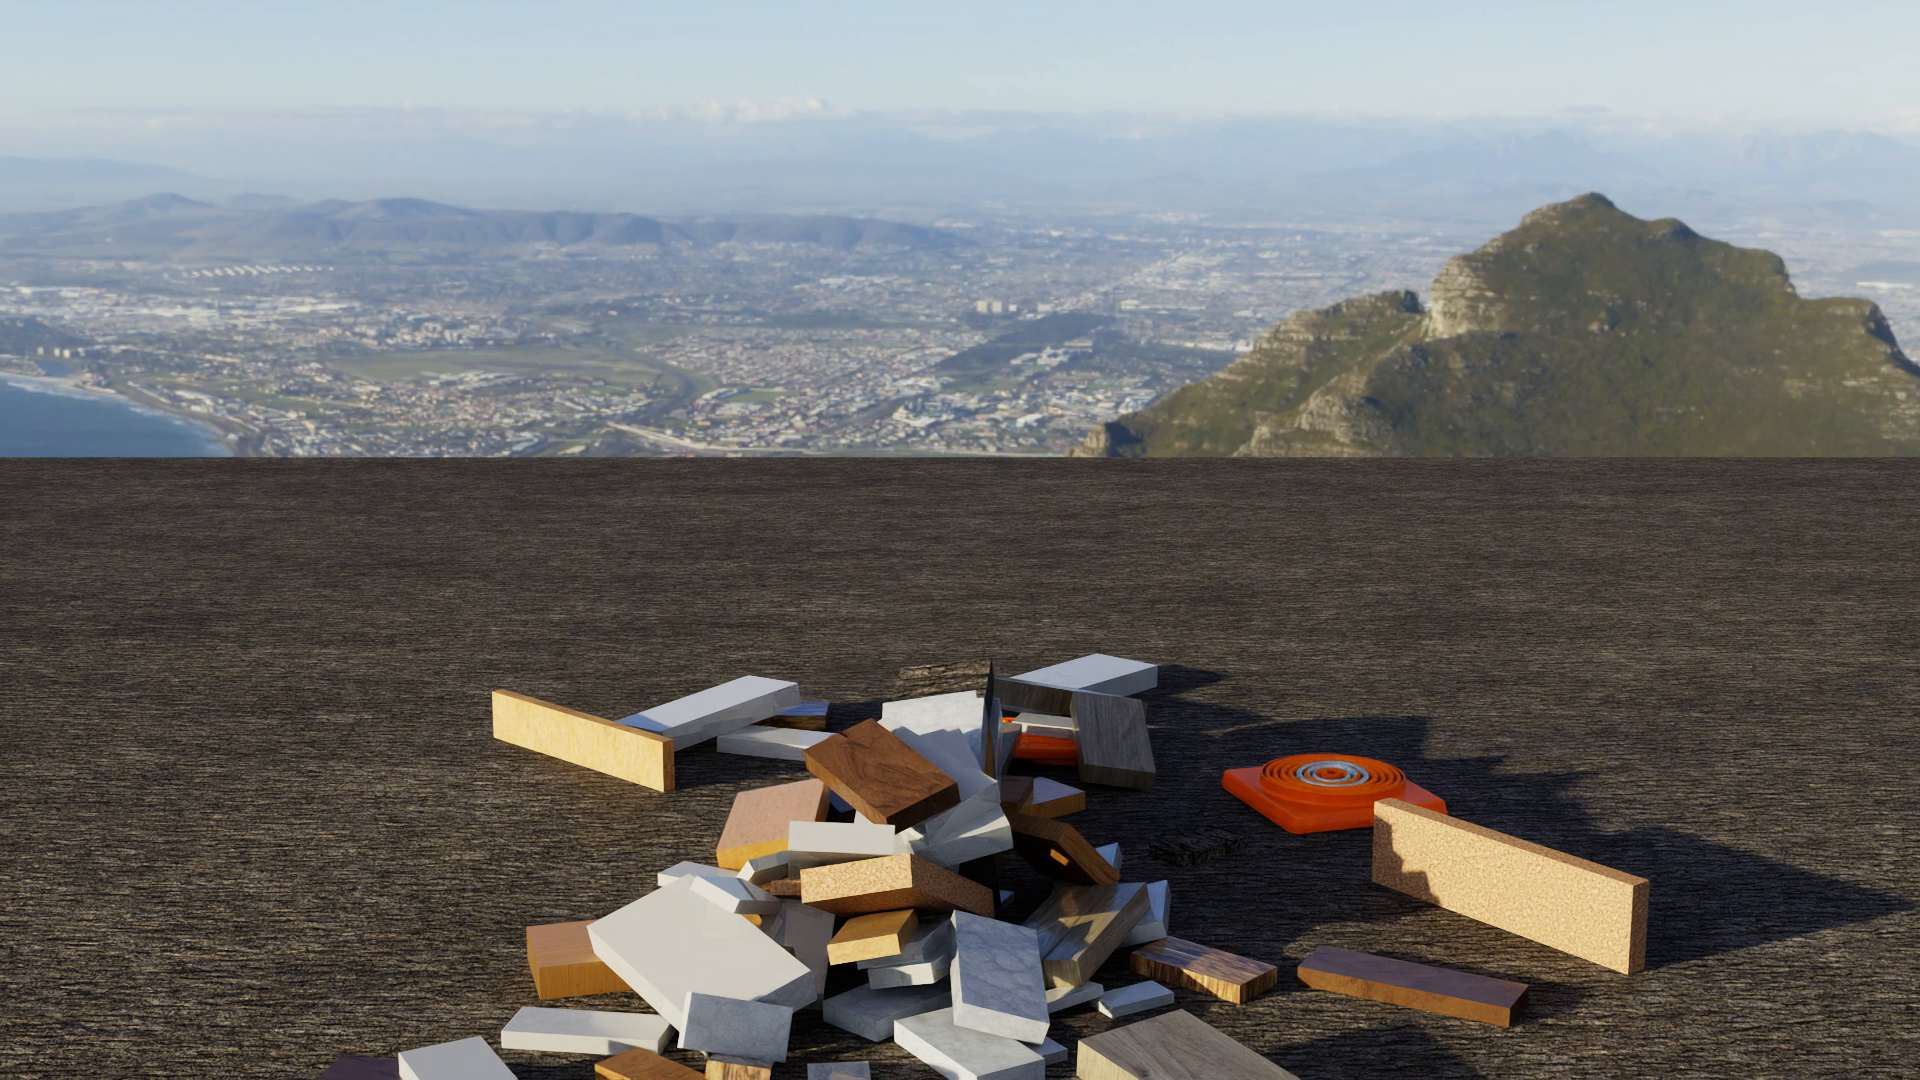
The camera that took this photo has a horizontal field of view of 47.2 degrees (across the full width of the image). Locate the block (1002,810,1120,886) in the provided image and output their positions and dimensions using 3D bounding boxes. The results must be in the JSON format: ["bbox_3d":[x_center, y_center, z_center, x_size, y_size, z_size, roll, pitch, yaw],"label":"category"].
[{"bbox_3d":[0.153,0.506,3.594,0.036,0.126,0.252,-49,17,-17],"label":"block"}]

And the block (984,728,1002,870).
[{"bbox_3d":[-0.026,0.462,3.861,0.178,0.050,0.356,-8,28,3],"label":"block"}]

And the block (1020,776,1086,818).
[{"bbox_3d":[0.100,0.494,4.092,0.248,0.035,0.124,-8,13,-38],"label":"block"}]

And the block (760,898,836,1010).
[{"bbox_3d":[-0.248,0.613,3.269,0.108,0.031,0.217,5,27,0],"label":"block"}]

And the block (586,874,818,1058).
[{"bbox_3d":[-0.374,0.604,3.152,0.176,0.050,0.352,-25,29,-28],"label":"block"}]

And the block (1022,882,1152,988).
[{"bbox_3d":[0.168,0.602,3.354,0.151,0.043,0.301,-8,10,26],"label":"block"}]

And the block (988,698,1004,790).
[{"bbox_3d":[-0.016,0.417,4.047,0.178,0.050,0.356,-6,28,6],"label":"block"}]

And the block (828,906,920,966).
[{"bbox_3d":[-0.123,0.570,3.173,0.100,0.028,0.201,-10,0,7],"label":"block"}]

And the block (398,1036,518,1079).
[{"bbox_3d":[-0.634,0.700,2.819,0.110,0.031,0.221,-6,12,-29],"label":"block"}]

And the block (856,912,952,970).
[{"bbox_3d":[-0.074,0.590,3.245,0.100,0.028,0.201,-10,0,16],"label":"block"}]

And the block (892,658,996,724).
[{"bbox_3d":[-0.034,0.306,4.104,0.178,0.050,0.356,-7,13,5],"label":"block"}]

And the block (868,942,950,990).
[{"bbox_3d":[-0.047,0.614,3.222,0.100,0.028,0.201,-10,0,23],"label":"block"}]

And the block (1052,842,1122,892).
[{"bbox_3d":[0.212,0.561,3.663,0.100,0.028,0.201,-17,8,11],"label":"block"}]

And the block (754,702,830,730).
[{"bbox_3d":[-0.395,0.378,4.727,0.221,0.031,0.111,0,11,0],"label":"block"}]

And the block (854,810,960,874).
[{"bbox_3d":[-0.085,0.473,3.599,0.172,0.049,0.344,-7,22,6],"label":"block"}]

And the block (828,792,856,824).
[{"bbox_3d":[-0.128,0.475,4.090,0.230,0.033,0.115,-14,14,-17],"label":"block"}]

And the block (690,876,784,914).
[{"bbox_3d":[-0.329,0.527,3.263,0.079,0.022,0.157,25,-1,22],"label":"block"}]

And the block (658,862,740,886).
[{"bbox_3d":[-0.426,0.573,3.703,0.148,0.021,0.074,6,12,29],"label":"block"}]

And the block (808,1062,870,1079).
[{"bbox_3d":[-0.156,0.727,2.870,0.082,0.023,0.164,-1,11,-6],"label":"block"}]

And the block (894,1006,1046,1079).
[{"bbox_3d":[0.011,0.697,3.008,0.108,0.031,0.217,-6,12,-31],"label":"block"}]

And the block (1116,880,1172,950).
[{"bbox_3d":[0.280,0.594,3.488,0.099,0.028,0.198,-15,7,10],"label":"block"}]

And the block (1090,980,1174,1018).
[{"bbox_3d":[0.251,0.669,3.203,0.111,0.016,0.055,-6,12,-30],"label":"block"}]

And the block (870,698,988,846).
[{"bbox_3d":[-0.046,0.374,3.571,0.166,0.047,0.332,-6,28,6],"label":"block"}]

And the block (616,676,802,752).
[{"bbox_3d":[-0.527,0.363,4.599,0.353,0.050,0.176,-18,14,-39],"label":"block"}]

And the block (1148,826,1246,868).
[{"bbox_3d":[0.420,0.540,3.876,0.164,0.023,0.082,-9,14,-40],"label":"block"}]

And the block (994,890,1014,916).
[{"bbox_3d":[0.045,0.595,3.600,0.051,0.015,0.103,5,12,25],"label":"block"}]

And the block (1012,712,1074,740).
[{"bbox_3d":[0.194,0.380,4.476,0.164,0.023,0.082,5,10,15],"label":"block"}]

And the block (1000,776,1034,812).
[{"bbox_3d":[0.081,0.469,4.062,0.082,0.023,0.164,2,11,12],"label":"block"}]

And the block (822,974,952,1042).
[{"bbox_3d":[-0.082,0.665,3.183,0.108,0.031,0.217,10,14,42],"label":"block"}]

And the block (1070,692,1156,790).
[{"bbox_3d":[0.300,0.395,4.355,0.141,0.040,0.282,8,25,-6],"label":"block"}]
